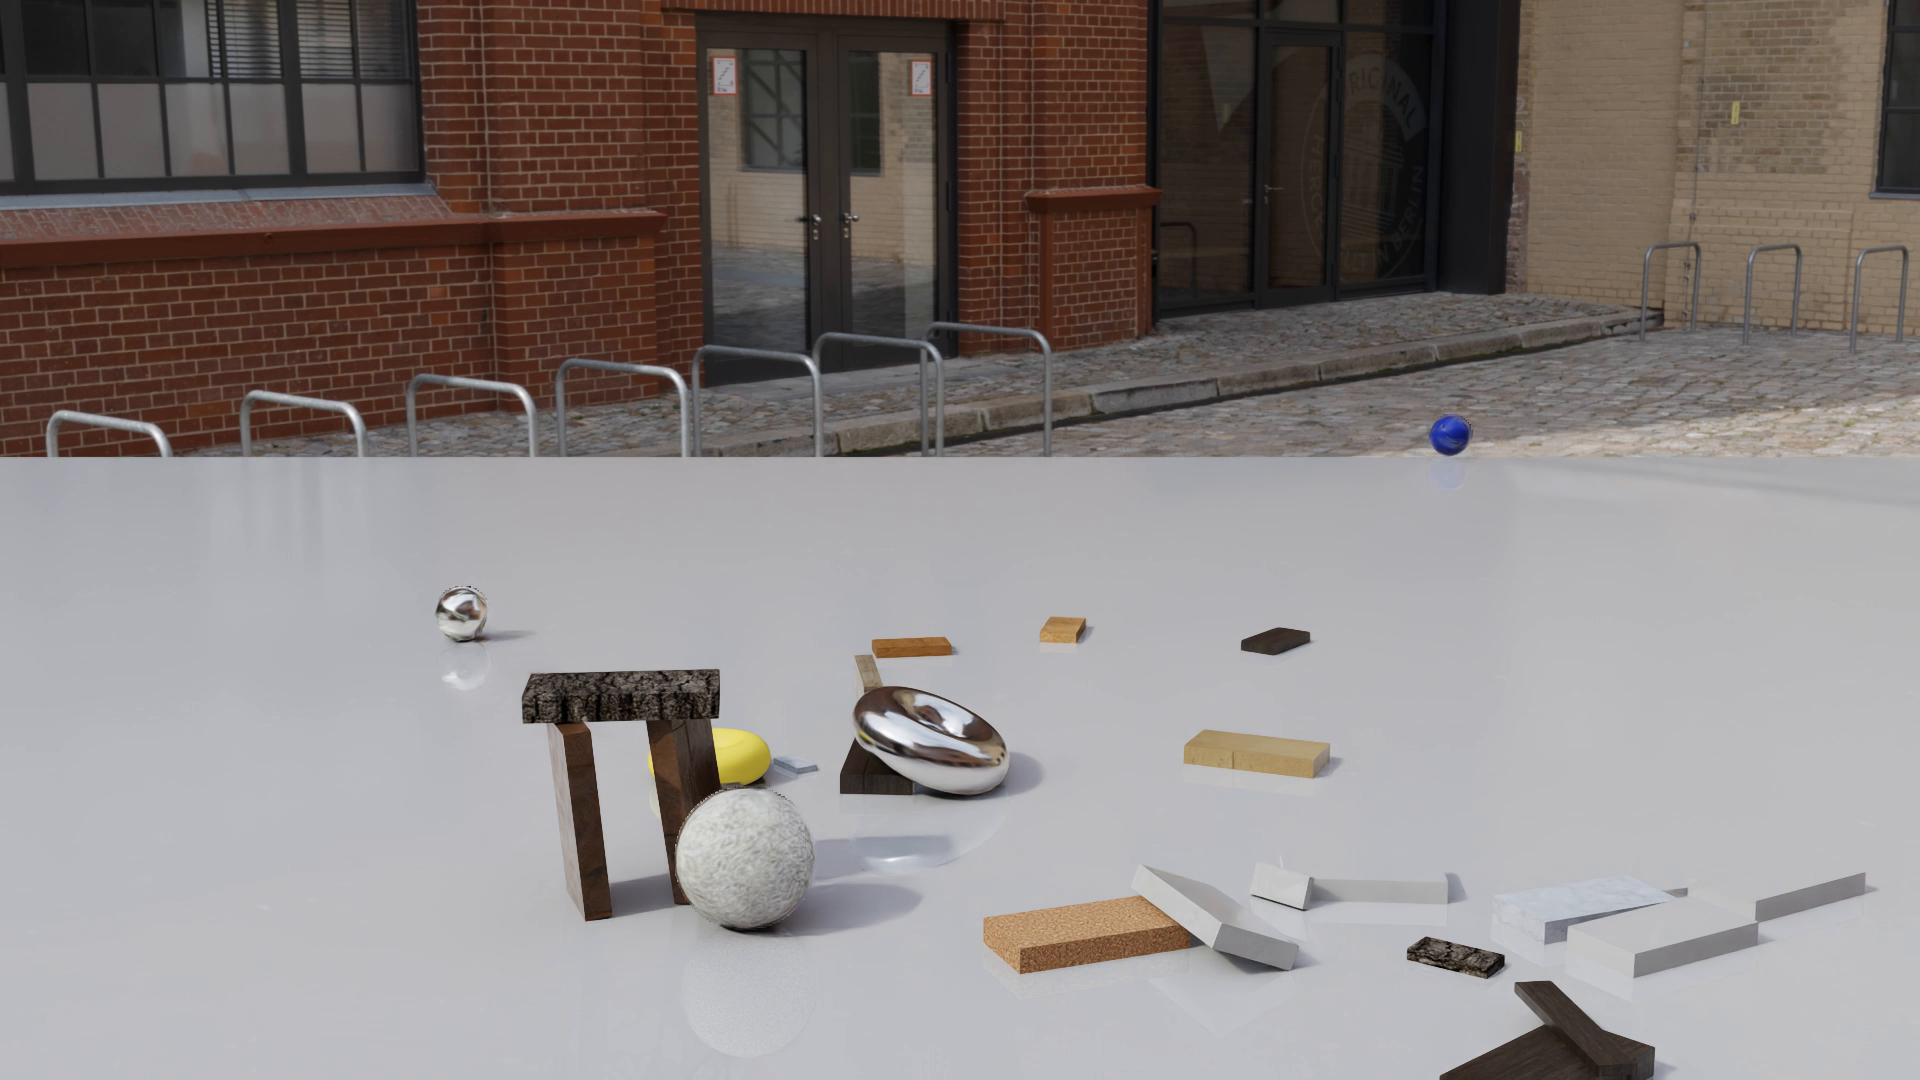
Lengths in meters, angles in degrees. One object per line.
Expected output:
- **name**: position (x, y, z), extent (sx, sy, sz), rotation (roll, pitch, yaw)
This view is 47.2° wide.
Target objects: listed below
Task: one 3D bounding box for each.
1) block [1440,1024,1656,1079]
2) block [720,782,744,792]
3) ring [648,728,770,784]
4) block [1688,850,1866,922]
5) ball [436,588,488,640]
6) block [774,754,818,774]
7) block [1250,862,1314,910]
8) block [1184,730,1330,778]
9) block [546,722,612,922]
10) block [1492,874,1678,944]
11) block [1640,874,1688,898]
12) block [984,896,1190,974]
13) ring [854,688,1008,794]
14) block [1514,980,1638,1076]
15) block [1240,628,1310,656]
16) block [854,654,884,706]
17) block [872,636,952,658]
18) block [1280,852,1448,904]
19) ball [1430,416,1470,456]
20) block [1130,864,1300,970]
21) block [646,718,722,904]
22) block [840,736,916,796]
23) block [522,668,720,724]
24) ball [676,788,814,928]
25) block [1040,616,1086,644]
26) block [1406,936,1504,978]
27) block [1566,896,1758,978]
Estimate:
- **block**: position (0.779, 0.710, 2.914), extent (0.288, 0.041, 0.144), rotation (-10, 14, -42)
- **block**: position (-0.442, 0.506, 4.015), extent (0.140, 0.040, 0.280), rotation (-3, 11, -18)
- **ring**: position (-0.492, 0.430, 4.316), extent (0.240, 0.080, 0.240), rotation (-1, 10, 0)
- **block**: position (1.356, 0.574, 3.652), extent (0.272, 0.039, 0.136), rotation (-6, 12, -31)
- **ball**: position (-1.244, 0.186, 5.493), extent (0.130, 0.130, 0.130), rotation (0, 11, 0)
- **block**: position (-0.329, 0.448, 4.396), extent (0.045, 0.013, 0.091), rotation (-7, 13, -35)
- **block**: position (0.531, 0.570, 3.626), extent (0.108, 0.054, 0.015), rotation (10, -3, 44)
- **block**: position (0.598, 0.430, 4.429), extent (0.265, 0.038, 0.133), rotation (5, 11, 23)
- **block**: position (-0.622, 0.445, 3.585), extent (0.044, 0.313, 0.157), rotation (-9, 13, -20)
- **block**: position (1.009, 0.594, 3.545), extent (0.266, 0.038, 0.133), rotation (-4, 11, -23)
- **block**: position (1.188, 0.581, 3.676), extent (0.108, 0.015, 0.054), rotation (-3, 11, -18)
- **block**: position (0.197, 0.613, 3.432), extent (0.288, 0.041, 0.144), rotation (-4, 11, -22)
- **ring**: position (-0.057, 0.388, 4.286), extent (0.325, 0.108, 0.325), rotation (21, 12, -5)
- **block**: position (0.838, 0.664, 3.004), extent (0.054, 0.015, 0.288), rotation (-1, 11, -7)
- **block**: position (0.780, 0.250, 5.431), extent (0.091, 0.026, 0.183), rotation (8, 13, 37)
- **block**: position (-0.192, 0.342, 4.623), extent (0.040, 0.140, 0.280), rotation (-1, 11, -7)
- **block**: position (-0.119, 0.262, 5.364), extent (0.183, 0.026, 0.091), rotation (-2, 11, -10)
- **block**: position (0.675, 0.567, 3.691), extent (0.265, 0.038, 0.133), rotation (1, 11, 5)
- **ball**: position (1.928, -0.408, 8.660), extent (0.157, 0.157, 0.157), rotation (0, 11, 0)
- **block**: position (0.394, 0.587, 3.435), extent (0.144, 0.041, 0.288), rotation (20, 2, -23)
- **block**: position (-0.449, 0.430, 3.665), extent (0.044, 0.313, 0.157), rotation (-5, 9, 16)
- **block**: position (-0.152, 0.443, 4.351), extent (0.140, 0.040, 0.280), rotation (1, 11, 4)
- **block**: position (-0.553, 0.256, 3.615), extent (0.313, 0.044, 0.157), rotation (-1, 11, -5)
- **ball**: position (-0.343, 0.508, 3.510), extent (0.220, 0.220, 0.220), rotation (0, 11, 0)
- **block**: position (0.260, 0.227, 5.555), extent (0.091, 0.026, 0.183), rotation (2, 11, 11)
- **block**: position (0.757, 0.638, 3.361), extent (0.131, 0.018, 0.065), rotation (8, 13, 36)
- **block**: position (1.094, 0.616, 3.423), extent (0.272, 0.039, 0.136), rotation (-6, 12, -30)
